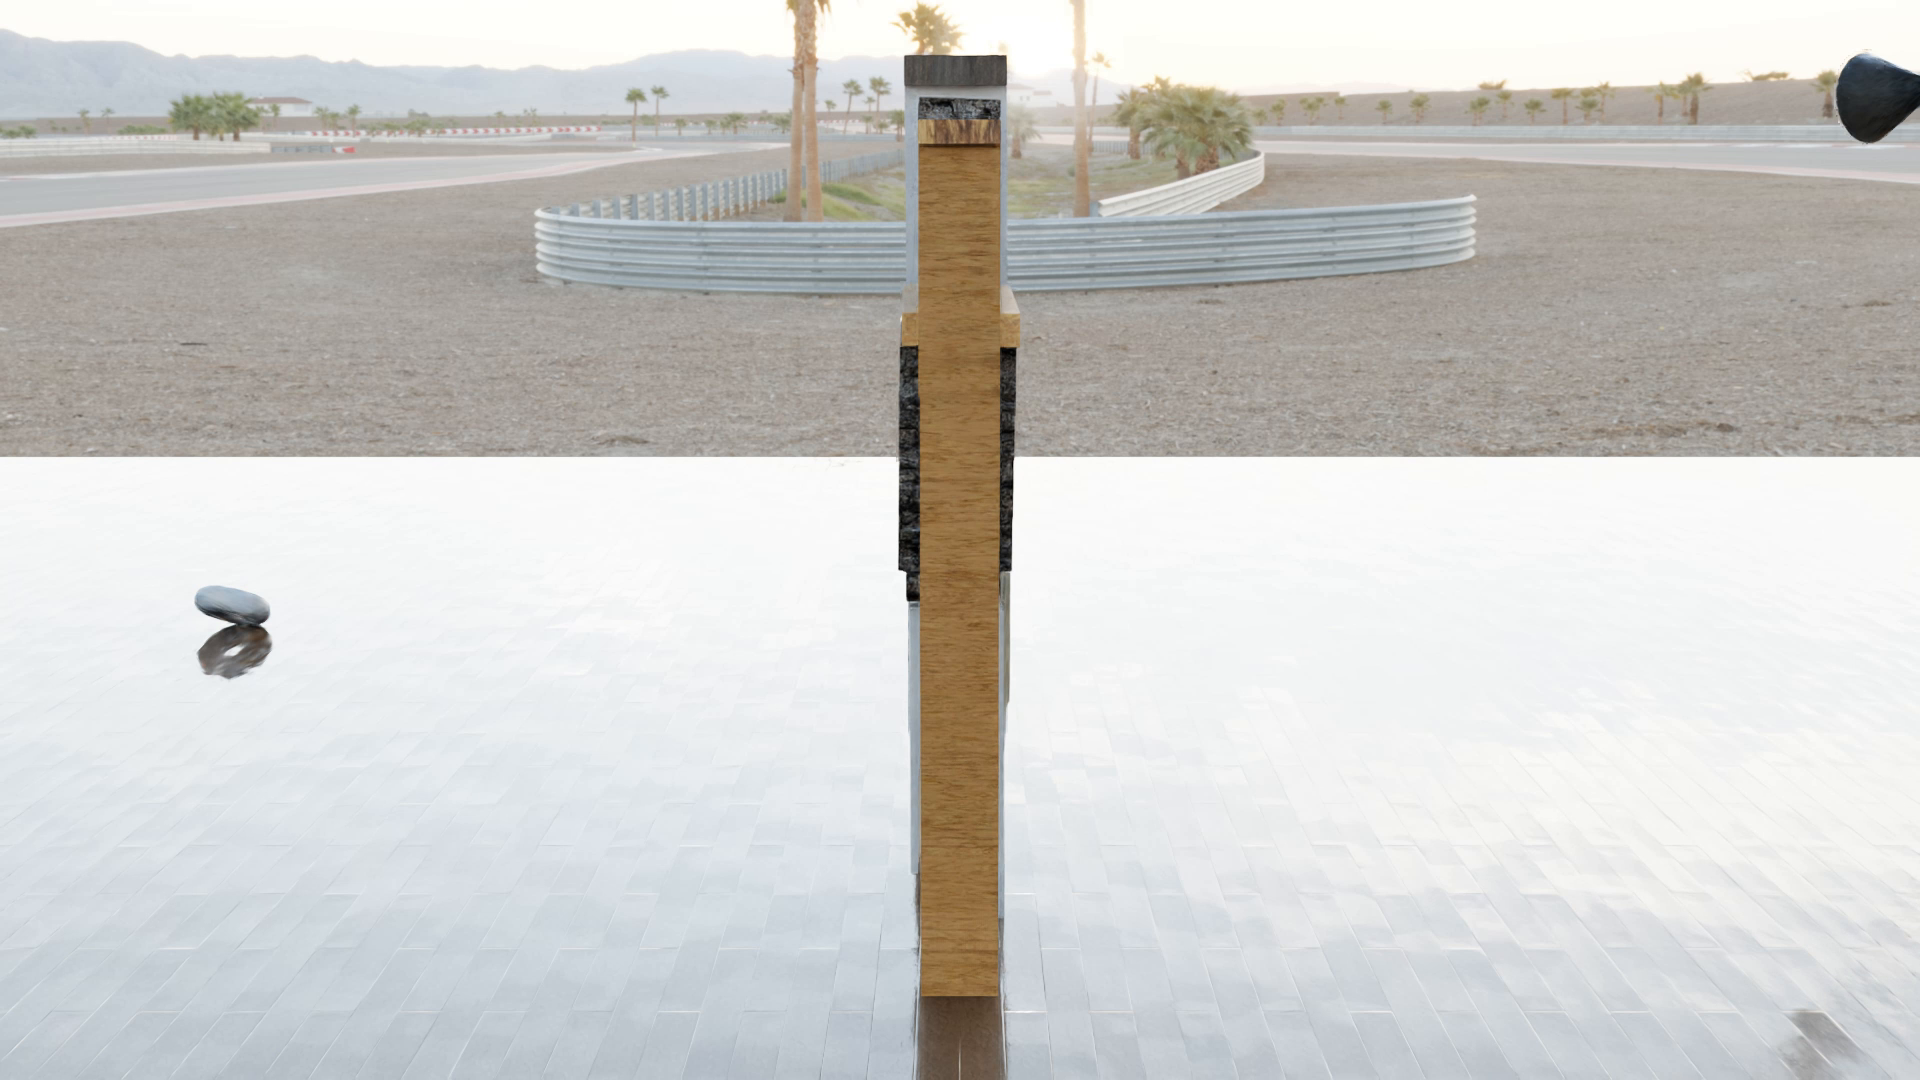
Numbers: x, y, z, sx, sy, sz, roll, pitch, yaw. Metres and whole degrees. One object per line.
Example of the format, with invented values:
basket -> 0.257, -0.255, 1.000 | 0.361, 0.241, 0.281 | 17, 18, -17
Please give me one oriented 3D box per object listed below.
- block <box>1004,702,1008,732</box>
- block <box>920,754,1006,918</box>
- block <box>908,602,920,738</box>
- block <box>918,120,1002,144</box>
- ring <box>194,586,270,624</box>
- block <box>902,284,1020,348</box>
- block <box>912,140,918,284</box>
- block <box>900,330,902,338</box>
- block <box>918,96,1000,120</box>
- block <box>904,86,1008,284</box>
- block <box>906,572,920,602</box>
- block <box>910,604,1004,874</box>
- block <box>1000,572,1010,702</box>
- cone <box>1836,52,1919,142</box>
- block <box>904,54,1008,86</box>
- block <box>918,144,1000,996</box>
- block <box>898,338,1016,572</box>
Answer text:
block -> 0.003, 0.123, 3.900 | 0.163, 0.439, 0.046 | 0, 10, 0
block -> 0.004, 0.474, 3.550 | 0.135, 0.271, 0.038 | 0, 10, 0
block -> -0.011, 0.173, 3.458 | 0.139, 0.277, 0.039 | 0, 11, 1
block -> -0.001, -0.573, 3.095 | 0.112, 0.032, 0.225 | 0, 10, 0
ring -> -1.857, 0.168, 5.615 | 0.191, 0.064, 0.191 | 9, -17, 3
block -> -0.003, -0.337, 3.273 | 0.167, 0.047, 0.335 | 0, 14, -2
block -> -0.007, -0.516, 3.377 | 0.123, 0.247, 0.035 | 2, 9, -1
block -> -0.009, -0.175, 3.422 | 0.167, 0.335, 0.047 | 1, 12, -1
block -> -0.002, -0.667, 3.438 | 0.123, 0.035, 0.247 | 2, 8, -1
block -> -0.006, -0.581, 3.641 | 0.167, 0.335, 0.047 | 0, 11, 0
block -> -0.012, 0.038, 3.339 | 0.139, 0.039, 0.277 | 0, 14, -1
block -> -0.005, 0.297, 3.281 | 0.139, 0.404, 0.039 | 0, 9, -2
block -> 0.002, 0.108, 3.676 | 0.163, 0.327, 0.046 | 0, 10, 1
cone -> 2.449, -1.161, 5.692 | 0.237, 0.237, 0.237 | -5, 5, -27
block -> -0.005, -0.790, 3.716 | 0.167, 0.047, 0.335 | 0, 11, 1
block -> -0.001, 0.062, 3.137 | 0.113, 1.233, 0.032 | 0, 11, 0
block -> -0.005, -0.122, 3.204 | 0.167, 0.335, 0.047 | 1, 12, -1
